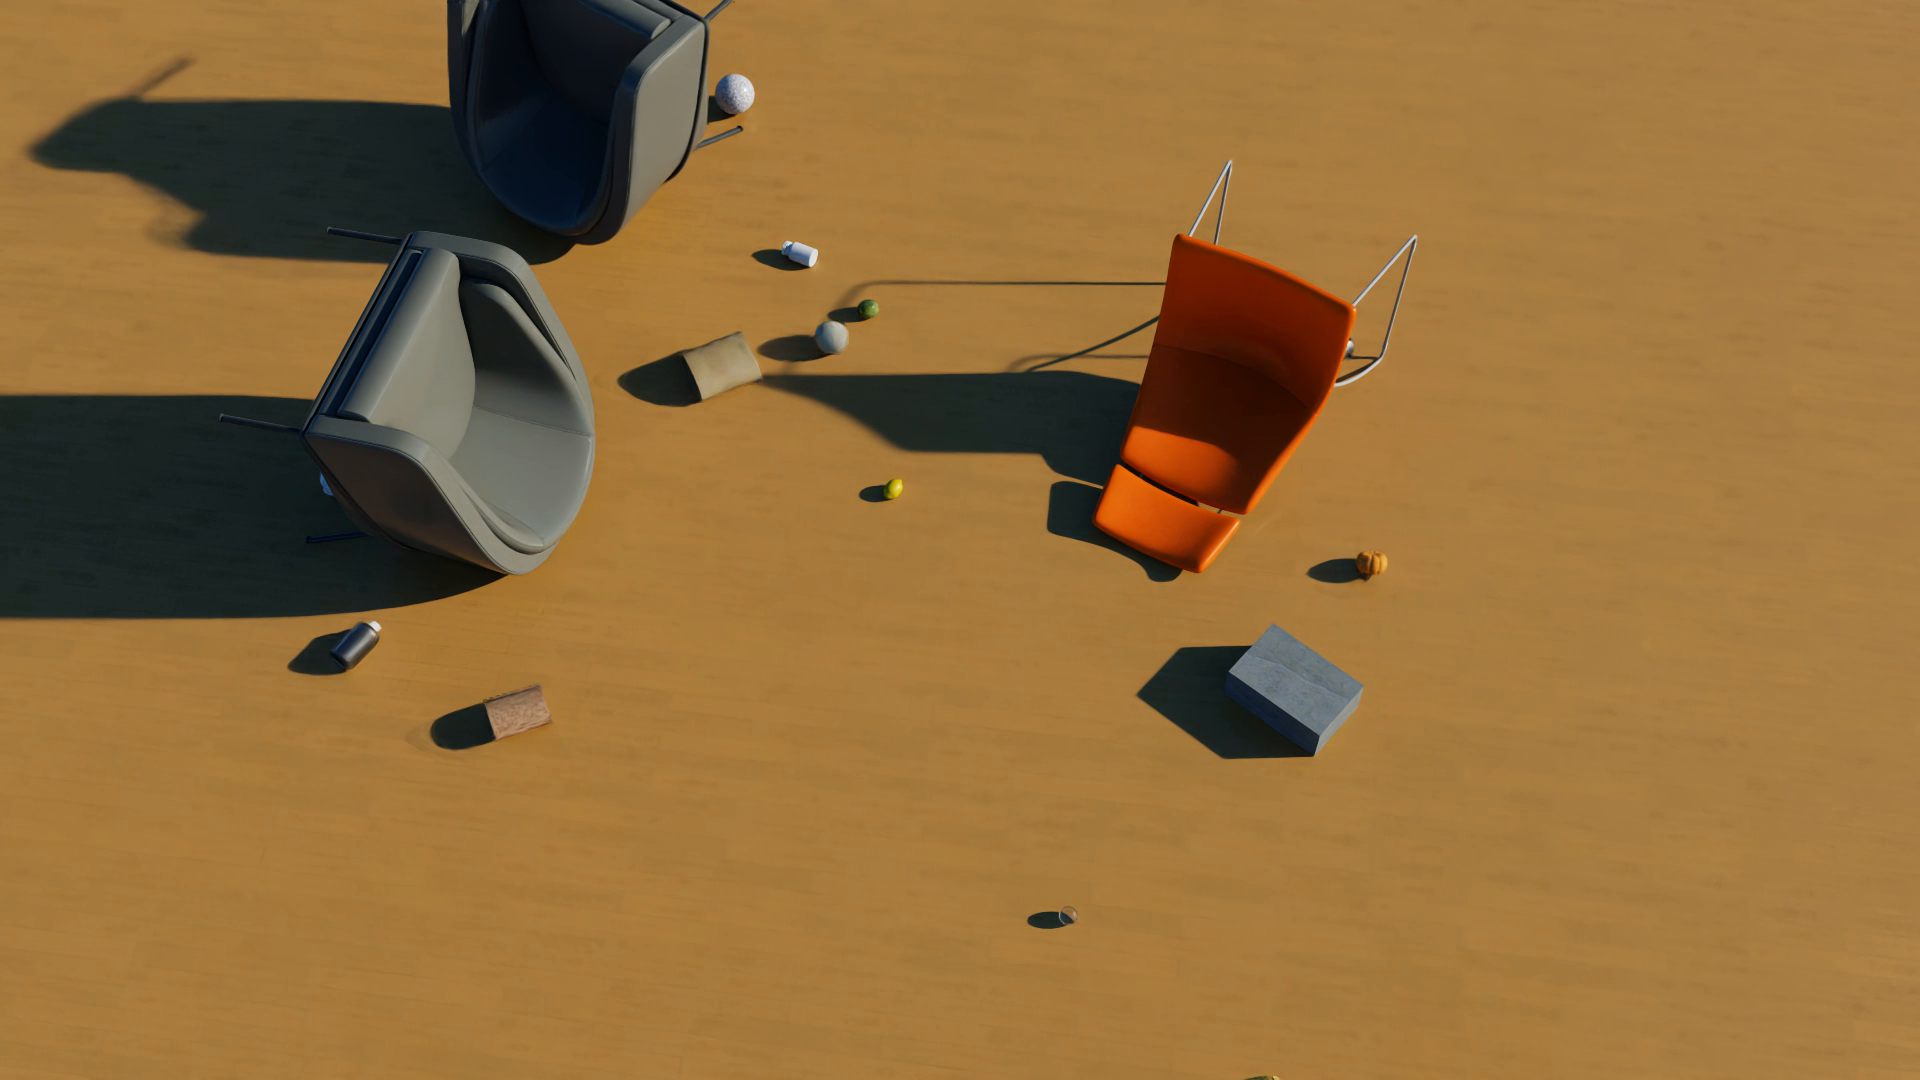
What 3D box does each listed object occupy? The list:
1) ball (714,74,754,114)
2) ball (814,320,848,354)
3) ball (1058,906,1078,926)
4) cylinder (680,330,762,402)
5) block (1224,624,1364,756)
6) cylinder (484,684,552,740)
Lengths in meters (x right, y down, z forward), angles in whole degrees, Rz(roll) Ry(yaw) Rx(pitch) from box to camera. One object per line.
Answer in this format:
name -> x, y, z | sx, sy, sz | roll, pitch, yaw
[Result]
ball -> -0.770, -1.524, 7.514 | 0.137, 0.137, 0.137 | 0, 56, 0
ball -> -0.407, -0.639, 6.939 | 0.106, 0.106, 0.106 | 0, 56, 0
ball -> 0.289, 1.003, 5.871 | 0.050, 0.050, 0.050 | 0, 56, 0
cylinder -> -0.747, -0.544, 6.875 | 0.201, 0.098, 0.170 | -23, 77, -15
block -> 0.943, 0.422, 6.218 | 0.315, 0.121, 0.212 | 36, 63, 21
cylinder -> -1.244, 0.486, 6.195 | 0.163, 0.081, 0.142 | -18, 42, -12
